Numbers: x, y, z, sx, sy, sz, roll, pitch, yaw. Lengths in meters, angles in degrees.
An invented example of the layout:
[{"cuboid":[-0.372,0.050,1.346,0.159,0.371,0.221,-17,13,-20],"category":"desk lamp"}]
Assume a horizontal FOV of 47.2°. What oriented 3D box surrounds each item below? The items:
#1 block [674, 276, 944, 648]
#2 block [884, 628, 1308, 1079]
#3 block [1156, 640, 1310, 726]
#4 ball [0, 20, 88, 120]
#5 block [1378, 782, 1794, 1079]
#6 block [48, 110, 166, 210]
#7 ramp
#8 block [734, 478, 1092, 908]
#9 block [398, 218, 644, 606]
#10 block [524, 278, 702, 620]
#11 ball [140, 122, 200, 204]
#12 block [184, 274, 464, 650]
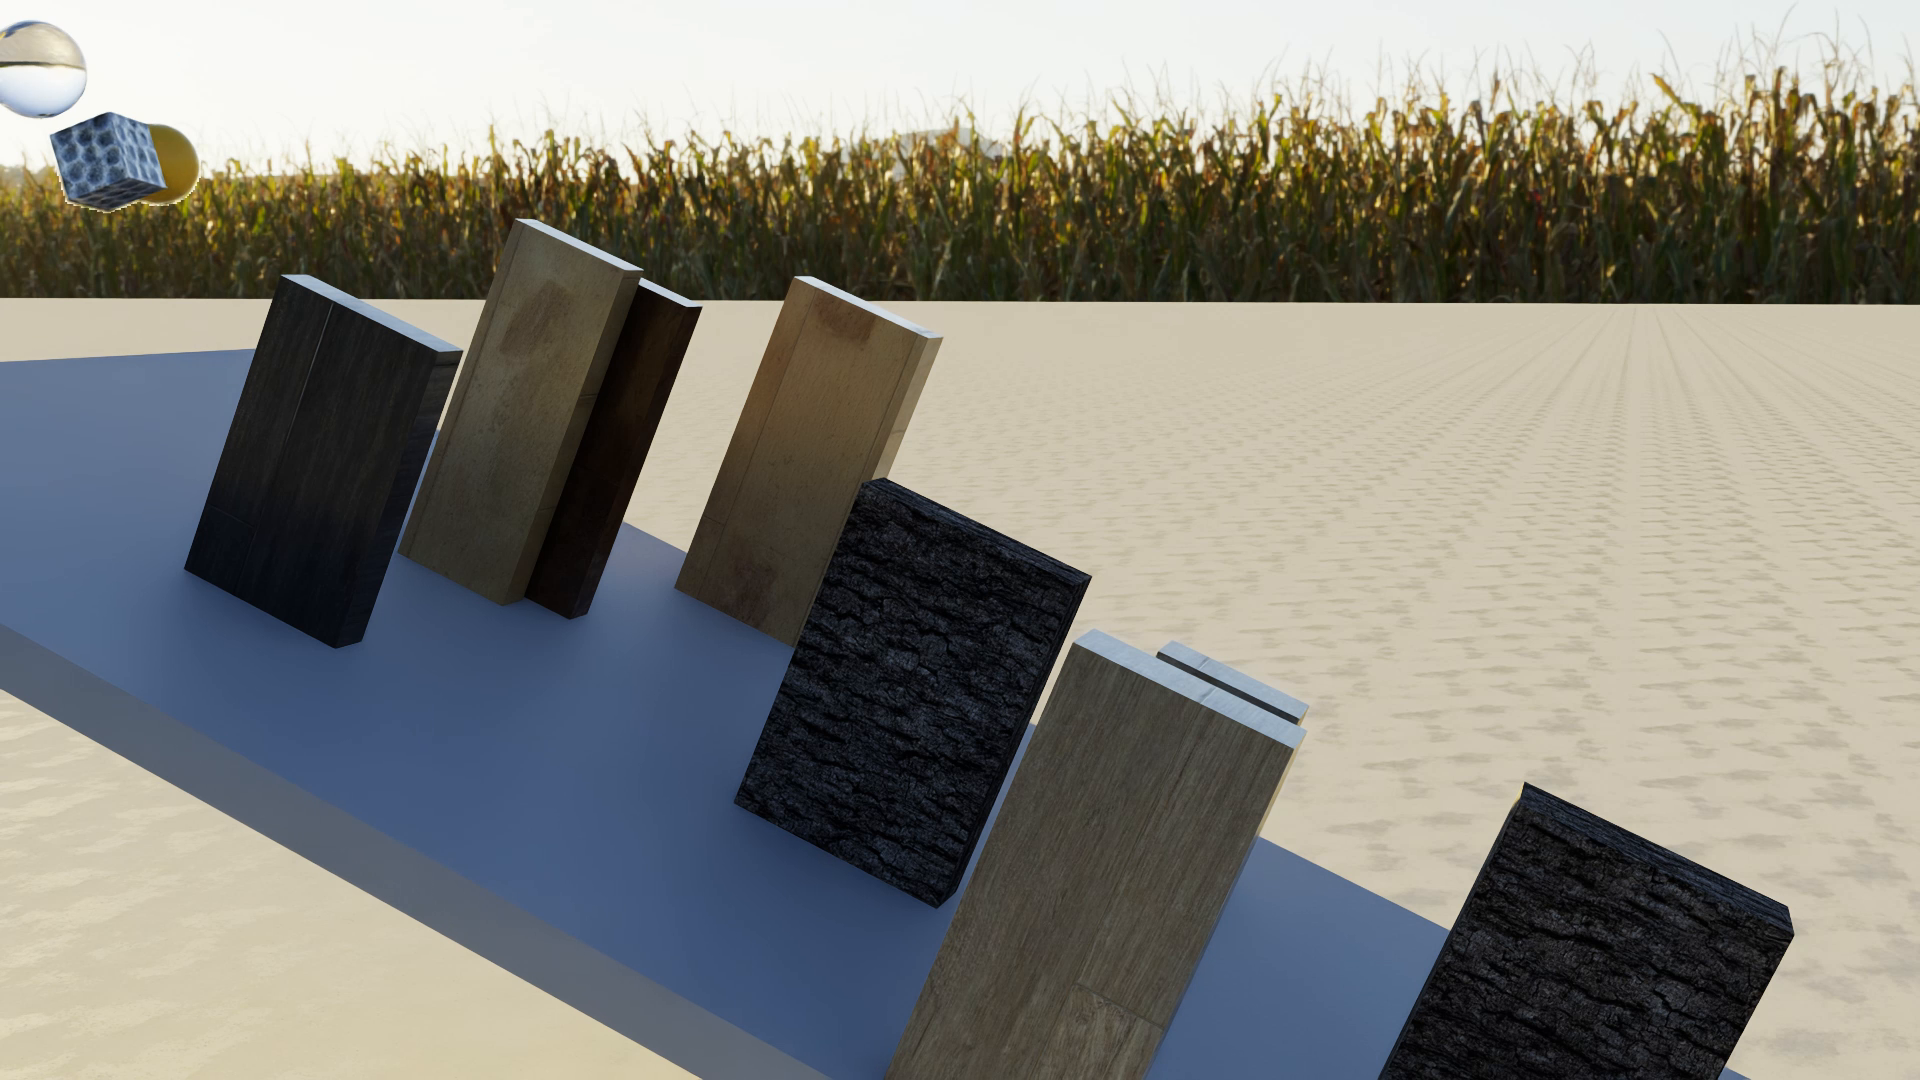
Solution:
[{"cuboid":[-0.342,-0.170,4.923,0.337,0.762,0.112,26,13,13],"category":"block"},{"cuboid":[0.181,0.526,3.088,0.329,0.723,0.123,26,13,13],"category":"block"},{"cuboid":[0.472,0.469,4.467,0.309,0.425,0.141,26,13,13],"category":"block"},{"cuboid":[-1.738,-0.885,4.134,0.183,0.183,0.183,0,7,0],"category":"ball"},{"cuboid":[0.884,0.778,3.292,0.415,0.704,0.148,26,13,13],"category":"block"},{"cuboid":[-1.665,-0.739,4.299,0.135,0.135,0.135,-18,-3,10],"category":"block"},{"cuboid":[-0.293,0.513,4.187,4.000,0.100,2.000,26,13,13],"category":"ramp"},{"cuboid":[-0.088,0.267,3.879,0.416,0.633,0.115,26,13,13],"category":"block"},{"cuboid":[-0.888,-0.254,4.422,0.257,0.731,0.085,26,13,13],"category":"block"},{"cuboid":[-0.793,-0.217,4.510,0.301,0.696,0.081,26,13,13],"category":"block"},{"cuboid":[-1.646,-0.773,4.511,0.164,0.164,0.164,0,7,0],"category":"ball"},{"cuboid":[-1.134,-0.140,3.905,0.334,0.572,0.085,26,13,13],"category":"block"}]
